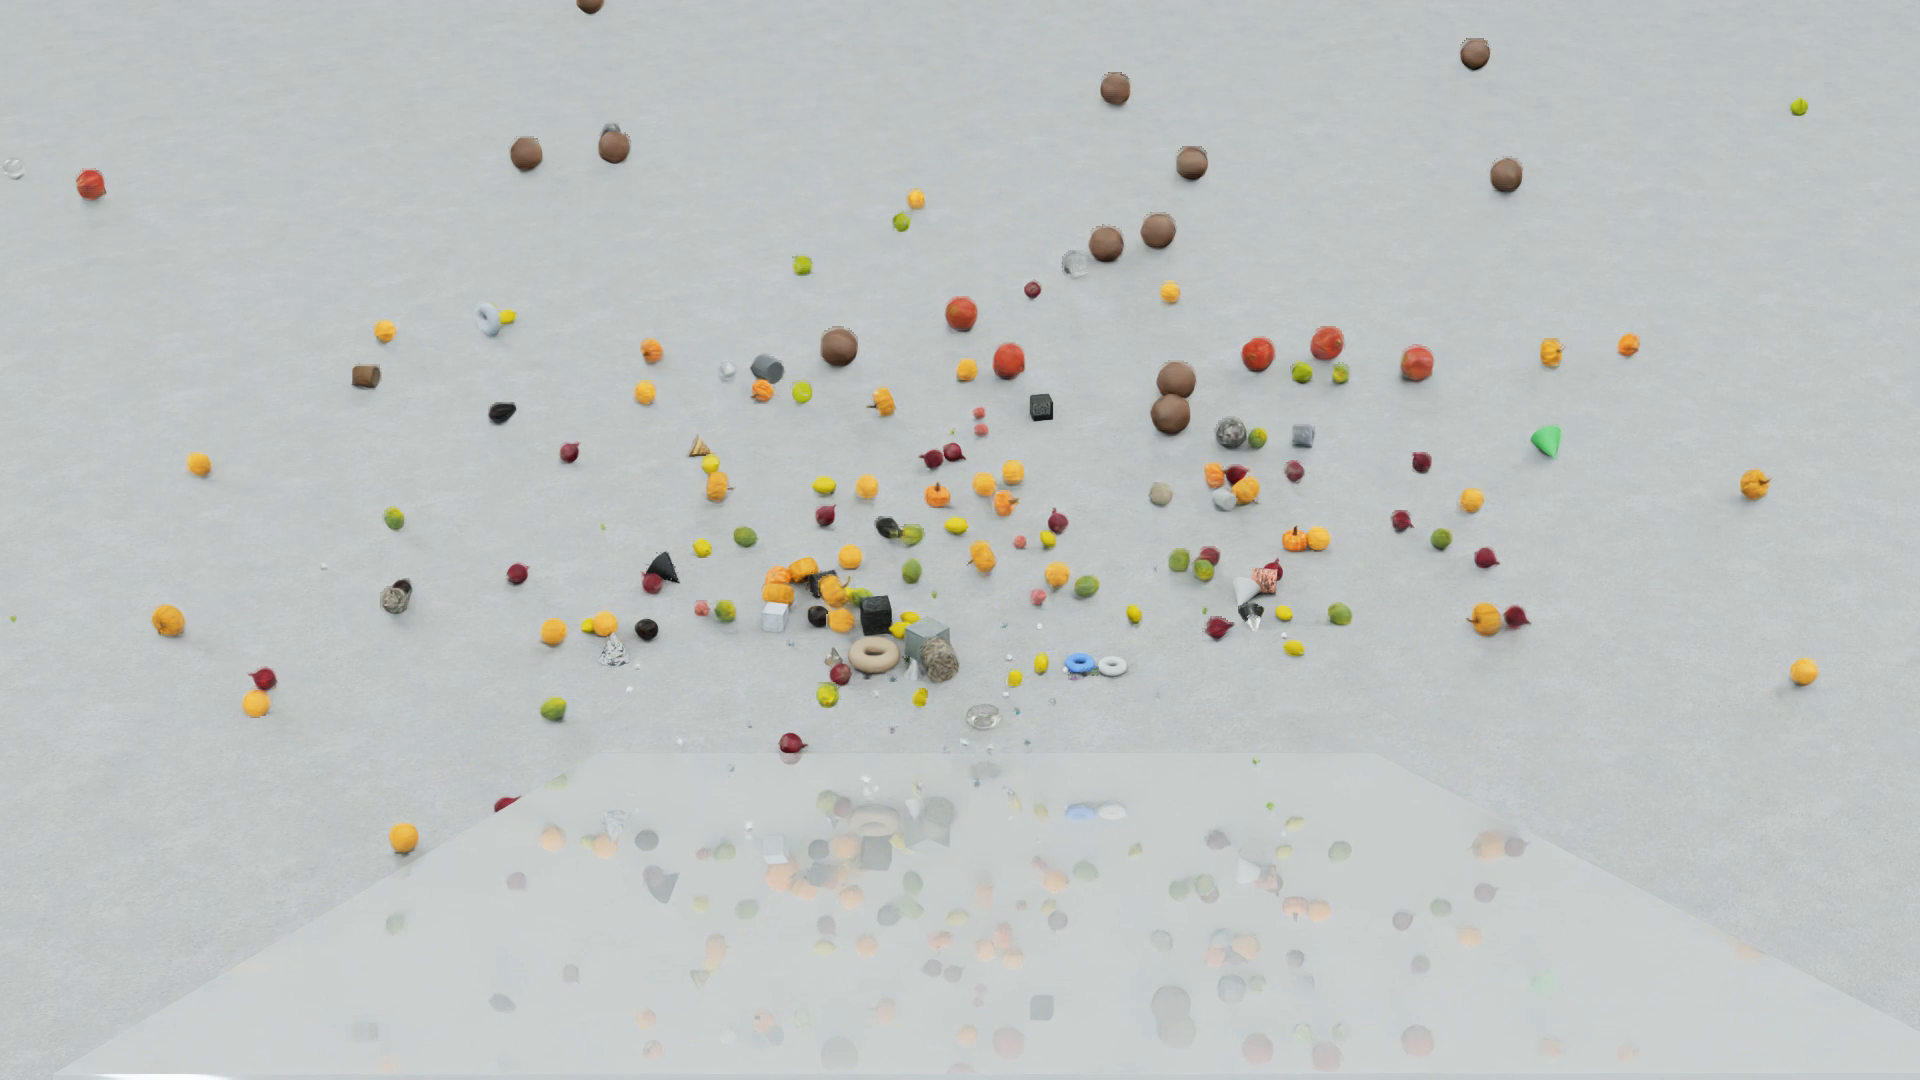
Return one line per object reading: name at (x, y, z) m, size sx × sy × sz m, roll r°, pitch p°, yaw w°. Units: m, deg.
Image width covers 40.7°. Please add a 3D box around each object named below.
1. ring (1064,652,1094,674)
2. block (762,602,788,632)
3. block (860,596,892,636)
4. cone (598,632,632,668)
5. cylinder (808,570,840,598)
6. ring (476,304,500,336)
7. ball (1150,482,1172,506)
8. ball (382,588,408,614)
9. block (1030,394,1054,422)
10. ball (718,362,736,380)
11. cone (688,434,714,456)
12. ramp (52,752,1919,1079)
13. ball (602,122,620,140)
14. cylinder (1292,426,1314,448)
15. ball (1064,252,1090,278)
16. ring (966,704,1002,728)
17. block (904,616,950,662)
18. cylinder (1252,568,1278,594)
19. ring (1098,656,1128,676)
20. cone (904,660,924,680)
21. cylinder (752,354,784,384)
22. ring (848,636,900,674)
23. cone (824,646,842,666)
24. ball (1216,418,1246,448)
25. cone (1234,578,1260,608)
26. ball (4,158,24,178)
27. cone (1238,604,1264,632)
ring at (0.332, 0.341, 7.161) m, size 0.084 × 0.028 × 0.084 m, roll -1°, pitch 31°, yaw 1°
block at (-0.523, 0.219, 7.341) m, size 0.059 × 0.059 × 0.059 m, roll 6°, pitch 31°, yaw 10°
block at (-0.237, 0.214, 7.331) m, size 0.079 × 0.079 × 0.079 m, roll -5°, pitch 30°, yaw -8°
cone at (-0.961, 0.292, 7.183) m, size 0.091 × 0.091 × 0.091 m, roll 0°, pitch 30°, yaw 0°
cylinder at (-0.392, 0.127, 7.491) m, size 0.069 × 0.069 × 0.069 m, roll -9°, pitch 31°, yaw -25°
ring at (-1.638, -0.766, 8.987) m, size 0.117 × 0.117 × 0.039 m, roll 26°, pitch 35°, yaw 37°
ball at (0.618, -0.139, 7.950) m, size 0.072 × 0.072 × 0.072 m, roll 0°, pitch 30°, yaw 0°
ball at (-1.612, 0.173, 7.385) m, size 0.076 × 0.076 × 0.076 m, roll 0°, pitch 30°, yaw 0°
block at (0.266, -0.434, 8.468) m, size 0.064 × 0.064 × 0.064 m, roll -6°, pitch 30°, yaw -10°
ball at (-0.781, -0.566, 8.699) m, size 0.061 × 0.061 × 0.061 m, roll 0°, pitch 30°, yaw 0°
cone at (-0.816, -0.289, 8.248) m, size 0.074 × 0.074 × 0.074 m, roll 23°, pitch 27°, yaw -13°
ramp at (0.067, 0.598, 4.656) m, size 2.000 × 0.100 × 4.000 m, roll 0°, pitch 0°, yaw 0°
ball at (-1.431, -1.678, 10.616) m, size 0.071 × 0.071 × 0.071 m, roll 0°, pitch 30°, yaw 0°
cylinder at (1.099, -0.332, 8.289) m, size 0.066 × 0.066 × 0.066 m, roll 6°, pitch 31°, yaw 10°
ball at (0.423, -1.003, 9.425) m, size 0.094 × 0.094 × 0.094 m, roll 0°, pitch 30°, yaw 0°
ring at (0.063, 0.472, 6.932) m, size 0.095 × 0.032 × 0.095 m, roll -1°, pitch 30°, yaw 1°
block at (-0.091, 0.281, 7.205) m, size 0.088 × 0.088 × 0.088 m, roll 26°, pitch 39°, yaw 37°
cylinder at (0.882, 0.118, 7.503) m, size 0.071 × 0.071 × 0.071 m, roll 5°, pitch 30°, yaw 8°
ring at (0.421, 0.349, 7.149) m, size 0.081 × 0.027 × 0.081 m, roll -1°, pitch 29°, yaw 1°
cone at (-0.126, 0.349, 7.121) m, size 0.054 × 0.054 × 0.054 m, roll 0°, pitch 30°, yaw 0°
cylinder at (-0.647, -0.574, 8.697) m, size 0.077 × 0.077 × 0.077 m, roll -26°, pitch 39°, yaw -37°
ring at (-0.238, 0.319, 7.180) m, size 0.148 × 0.049 × 0.148 m, roll 1°, pitch 31°, yaw -1°
cone at (-0.352, 0.315, 7.182) m, size 0.052 × 0.052 × 0.052 m, roll 0°, pitch 30°, yaw 0°
ball at (0.868, -0.340, 8.275) m, size 0.095 × 0.095 × 0.095 m, roll 0°, pitch 30°, yaw 0°
cone at (0.815, 0.165, 7.457) m, size 0.082 × 0.082 × 0.082 m, roll 12°, pitch 59°, yaw 20°
ball at (-3.750, -1.475, 10.256) m, size 0.081 × 0.081 × 0.081 m, roll 0°, pitch 30°, yaw 0°
cone at (0.833, 0.233, 7.345) m, size 0.072 × 0.072 × 0.072 m, roll -3°, pitch 57°, yaw -5°
